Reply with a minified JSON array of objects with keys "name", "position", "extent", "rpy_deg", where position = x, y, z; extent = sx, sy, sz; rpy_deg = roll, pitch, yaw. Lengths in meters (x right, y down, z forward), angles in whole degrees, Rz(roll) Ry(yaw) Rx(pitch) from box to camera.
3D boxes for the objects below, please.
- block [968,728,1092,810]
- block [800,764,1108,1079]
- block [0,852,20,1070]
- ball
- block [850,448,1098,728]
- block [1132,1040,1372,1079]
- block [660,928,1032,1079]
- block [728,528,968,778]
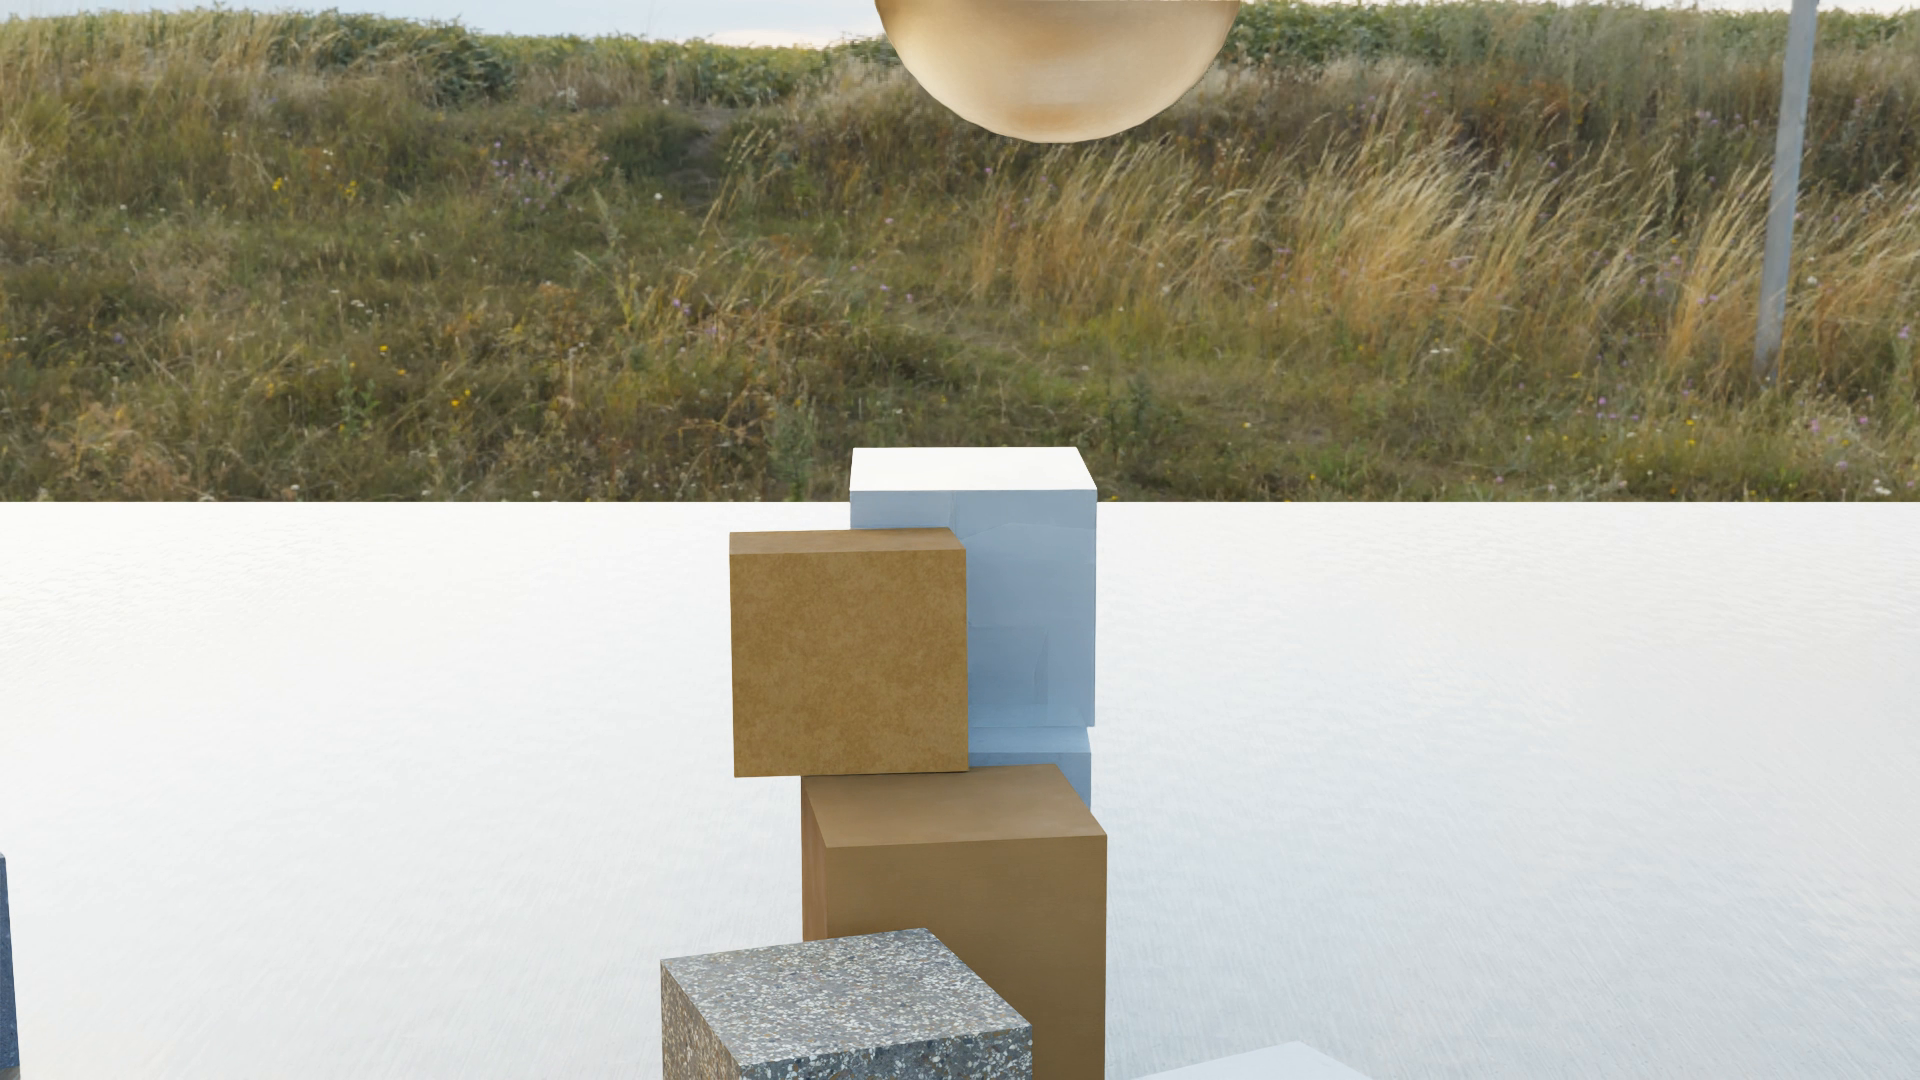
[{"name":"block","position":[-0.010,1.190,10.347],"extent":[1.021,0.957,1.005],"rpy_deg":[0,10,0]},{"name":"block","position":[-0.043,1.409,9.004],"extent":[0.940,1.006,0.911],"rpy_deg":[-2,10,-9]},{"name":"block","position":[-3.881,1.486,9.223],"extent":[0.770,0.776,0.694],"rpy_deg":[-6,12,-31]},{"name":"ball","position":[0.409,-2.467,10.732],"extent":[1.600,1.600,1.600],"rpy_deg":[0,10,0]},{"name":"block","position":[0.037,0.172,10.606],"extent":[0.961,0.953,1.139],"rpy_deg":[0,10,-2]},{"name":"block","position":[0.724,1.927,6.274],"extent":[0.973,0.964,0.968],"rpy_deg":[-6,12,-30]},{"name":"block","position":[-0.361,1.743,7.761],"extent":[0.874,0.793,0.927],"rpy_deg":[-4,11,-20]},{"name":"block","position":[-0.429,0.403,9.593],"extent":[0.848,0.810,0.755],"rpy_deg":[-1,6,-5]}]
